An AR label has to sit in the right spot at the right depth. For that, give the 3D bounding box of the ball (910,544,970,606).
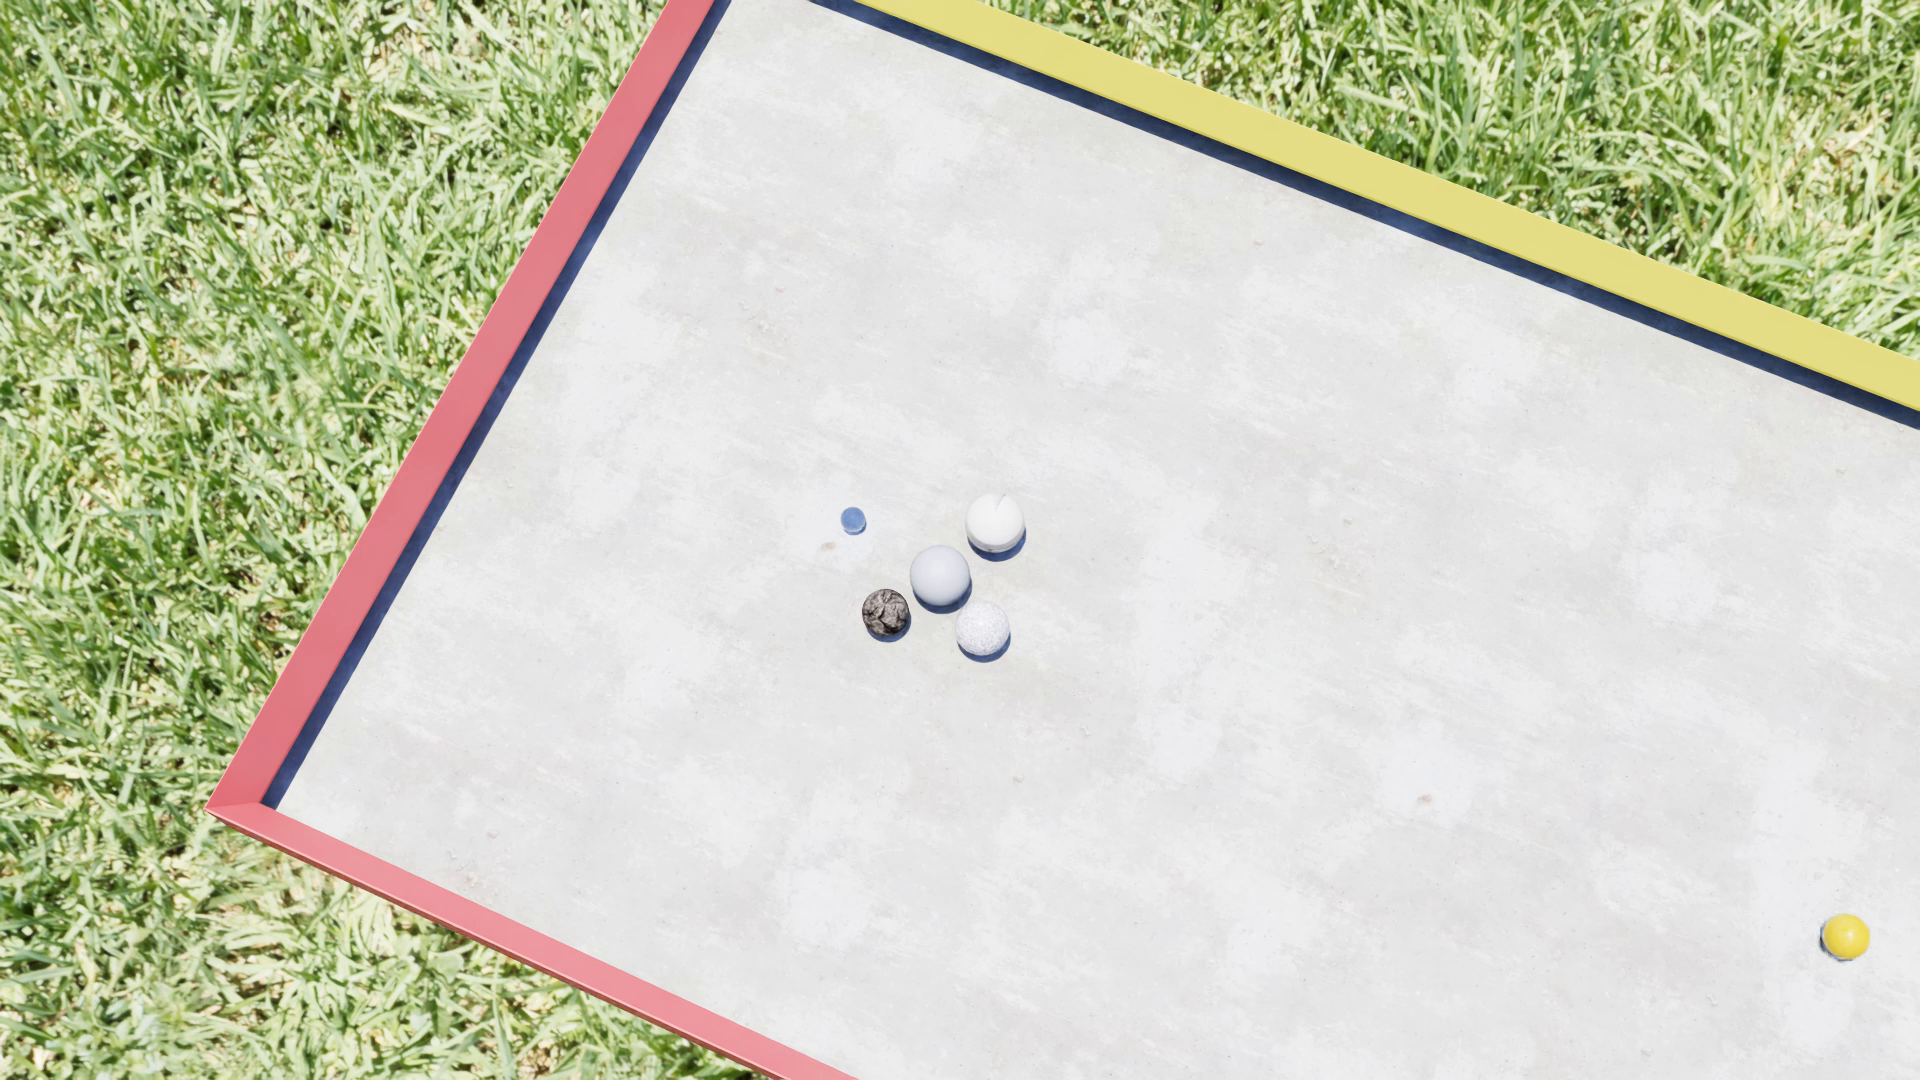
[{"bbox_3d":[-0.031,0.055,3.408,0.095,0.095,0.095,0,70,0],"label":"ball"}]

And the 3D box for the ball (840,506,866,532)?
[{"bbox_3d":[-0.169,-0.033,3.468,0.040,0.040,0.040,0,70,0],"label":"ball"}]

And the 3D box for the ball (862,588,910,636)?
[{"bbox_3d":[-0.115,0.112,3.398,0.074,0.074,0.074,0,70,0],"label":"ball"}]

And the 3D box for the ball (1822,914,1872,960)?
[{"bbox_3d":[1.303,0.583,3.231,0.067,0.067,0.067,0,70,0],"label":"ball"}]

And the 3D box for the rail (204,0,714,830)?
[{"bbox_3d":[-0.731,-0.315,3.526,0.045,0.123,1.718,23,72,8],"label":"rail"}]

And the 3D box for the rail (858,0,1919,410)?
[{"bbox_3d":[1.094,-0.409,3.560,3.298,0.123,0.045,23,72,8],"label":"rail"}]

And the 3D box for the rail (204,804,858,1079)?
[{"bbox_3d":[0.412,1.025,3.039,3.298,0.123,0.045,23,72,8],"label":"rail"}]

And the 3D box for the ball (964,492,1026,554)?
[{"bbox_3d":[0.055,-0.027,3.437,0.095,0.095,0.095,0,70,0],"label":"ball"}]

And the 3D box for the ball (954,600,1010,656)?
[{"bbox_3d":[0.034,0.135,3.383,0.086,0.086,0.086,0,70,0],"label":"ball"}]
